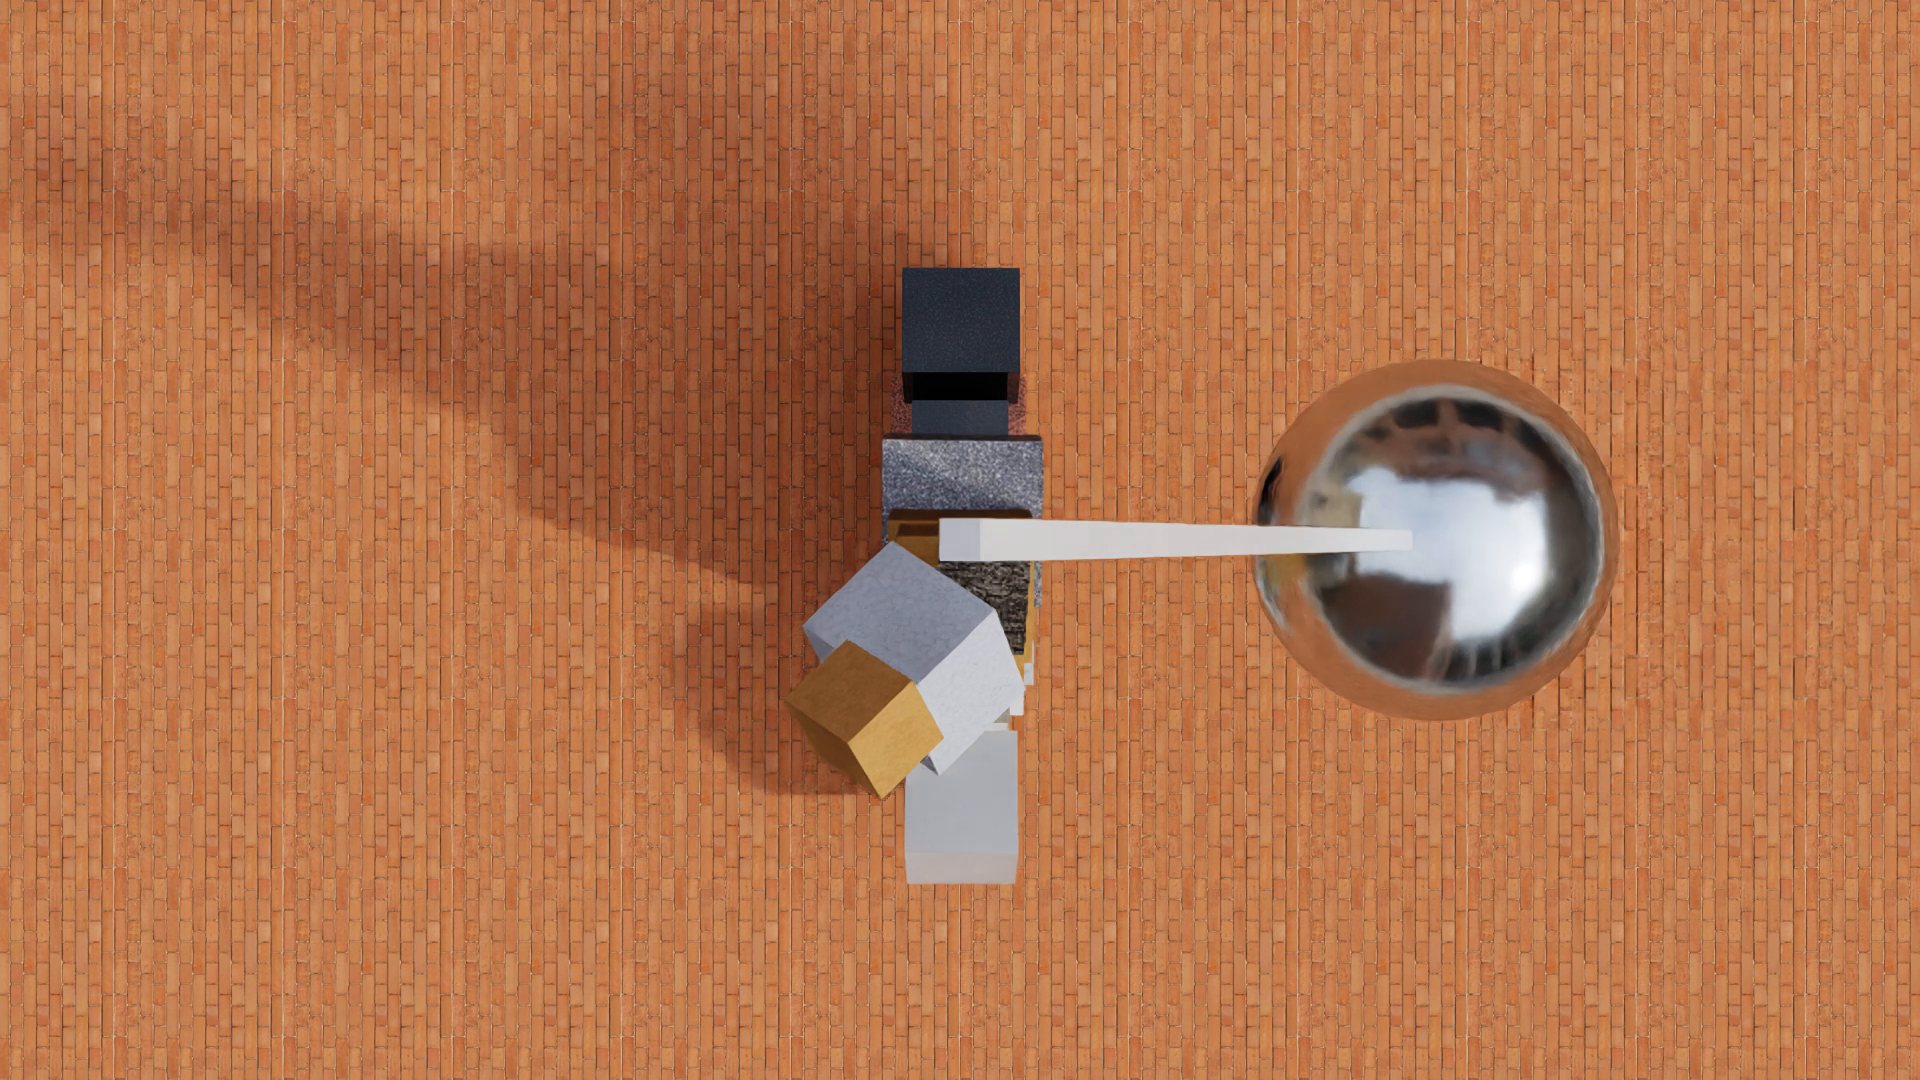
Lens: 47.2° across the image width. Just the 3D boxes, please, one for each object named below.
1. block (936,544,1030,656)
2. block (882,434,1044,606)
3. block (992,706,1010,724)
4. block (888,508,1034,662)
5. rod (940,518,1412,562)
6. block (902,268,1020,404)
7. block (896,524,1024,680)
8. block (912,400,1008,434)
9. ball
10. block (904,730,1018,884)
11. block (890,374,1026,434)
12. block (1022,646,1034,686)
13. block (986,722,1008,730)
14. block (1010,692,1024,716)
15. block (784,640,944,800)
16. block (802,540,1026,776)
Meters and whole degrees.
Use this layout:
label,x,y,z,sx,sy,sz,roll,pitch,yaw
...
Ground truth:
label,x,y,z,sx,sy,sz,roll,pitch,yaw
block,0.085,0.243,9.139,0.378,0.416,0.395,4,95,-1
block,0.010,-0.111,10.999,0.781,0.664,0.807,1,95,0
block,-0.006,0.630,11.115,0.491,0.590,0.496,-2,96,0
block,0.000,0.203,10.350,0.668,0.687,0.645,1,95,0
rod,0.899,0.000,6.492,0.080,5.200,0.080,0,90,20
block,0.006,-1.103,11.950,0.626,0.608,0.580,0,78,0
block,-0.001,0.262,9.680,0.545,0.659,0.616,0,95,0
block,0.001,-0.462,11.938,0.513,0.568,0.555,0,90,0
ball,2.074,0.000,9.683,1.600,1.600,1.600,0,90,0
block,0.007,1.467,12.050,0.600,0.658,0.678,0,67,0
block,-0.010,-0.538,12.611,0.752,0.778,0.770,0,90,0
block,0.016,0.293,11.822,0.727,0.887,0.839,0,96,0
block,-0.009,1.248,12.742,0.566,0.515,0.513,0,90,0
block,-0.008,0.683,12.654,0.723,0.693,0.595,0,90,0
block,-0.347,0.649,7.993,0.327,0.379,0.336,-44,135,-18
block,-0.172,0.456,8.515,0.575,0.544,0.494,33,67,35
